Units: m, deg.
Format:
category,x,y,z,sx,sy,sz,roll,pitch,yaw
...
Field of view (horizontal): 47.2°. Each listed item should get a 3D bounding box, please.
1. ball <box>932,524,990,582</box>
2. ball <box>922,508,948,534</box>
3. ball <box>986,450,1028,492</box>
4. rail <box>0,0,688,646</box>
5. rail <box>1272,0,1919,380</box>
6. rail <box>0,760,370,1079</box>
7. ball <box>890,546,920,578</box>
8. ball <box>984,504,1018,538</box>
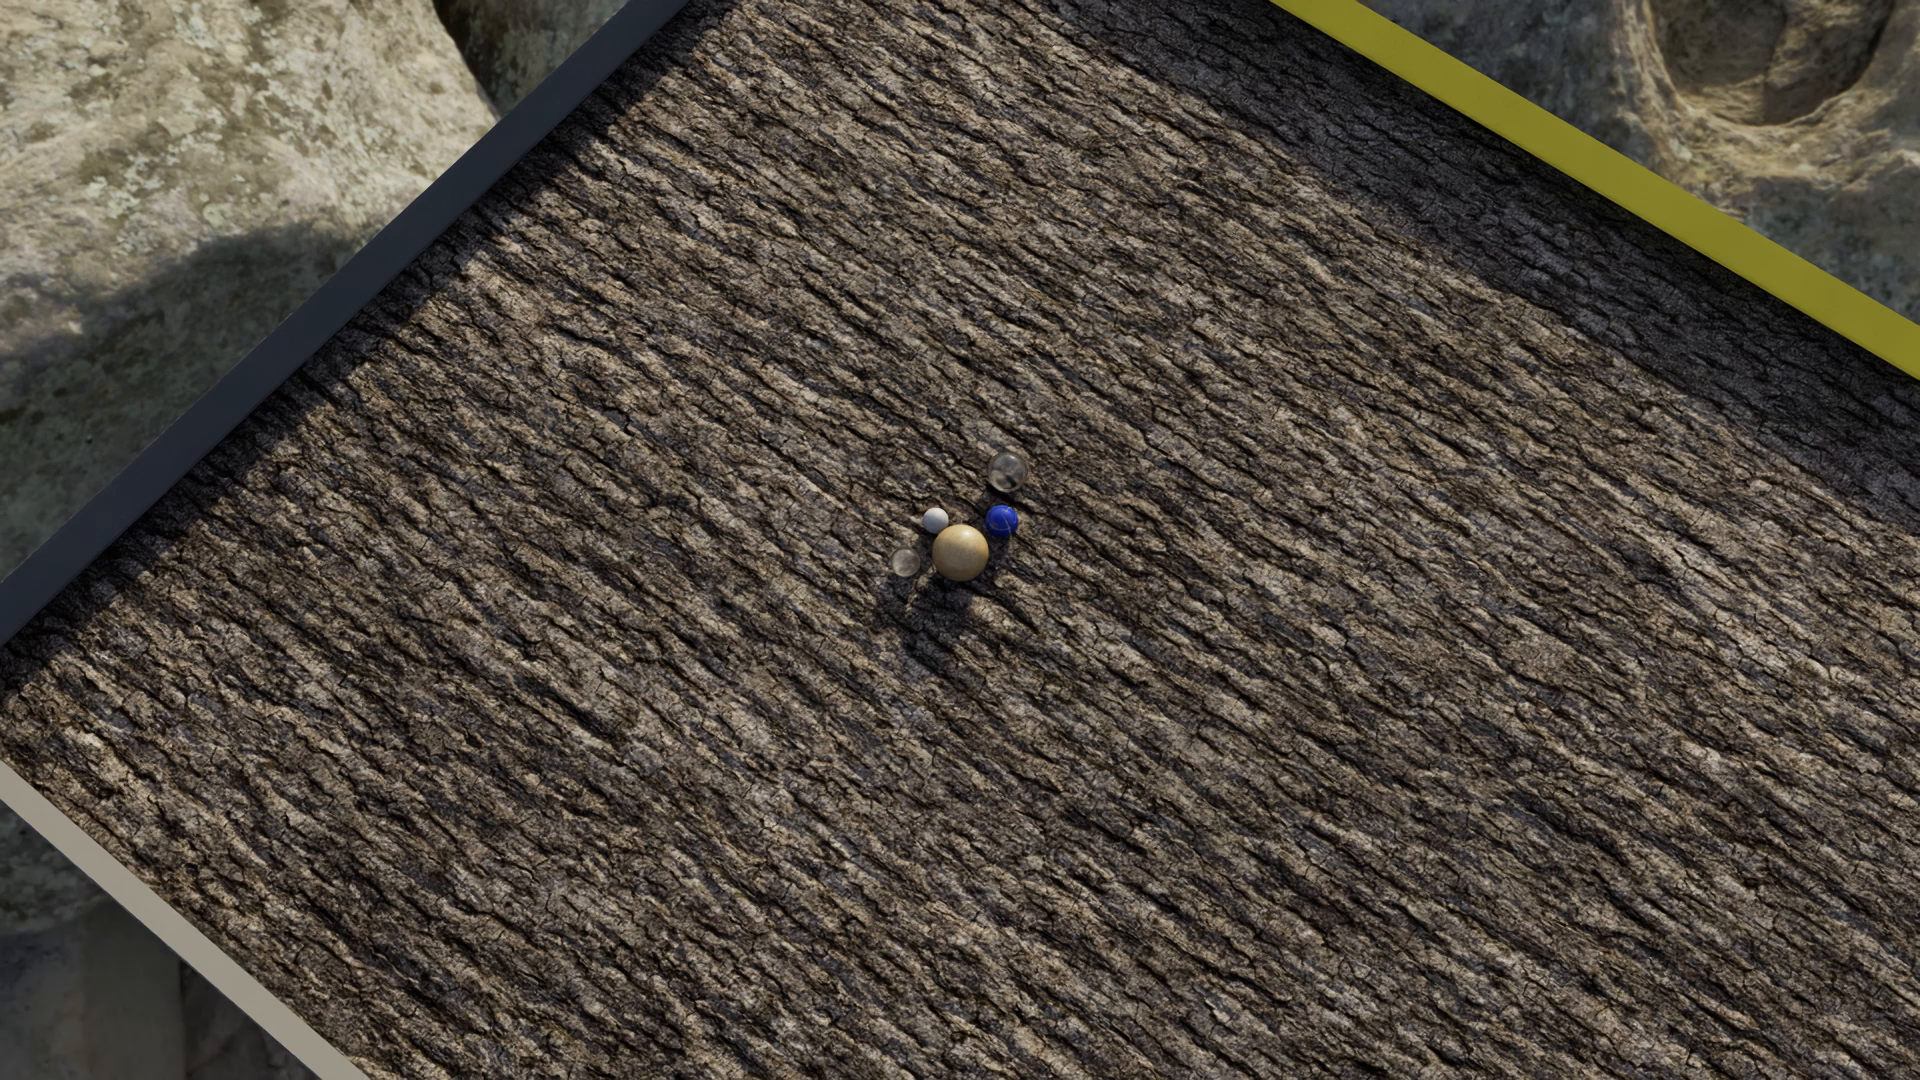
category,x,y,z,sx,sy,sz,roll,pitch,yaw
ball,0.001,0.021,3.591,0.094,0.094,0.094,0,63,0
ball,-0.040,-0.032,3.645,0.044,0.044,0.044,0,63,0
ball,0.079,-0.114,3.673,0.069,0.069,0.069,0,63,0
rail,-0.867,-0.620,3.894,0.045,0.122,2.550,35,69,16
rail,1.656,-0.277,3.723,4.497,0.122,0.045,35,69,16
rail,0.116,1.488,2.842,4.497,0.122,0.045,35,69,16
ball,-0.090,0.036,3.608,0.051,0.051,0.051,0,63,0
ball,0.069,-0.030,3.638,0.056,0.056,0.056,0,63,0
